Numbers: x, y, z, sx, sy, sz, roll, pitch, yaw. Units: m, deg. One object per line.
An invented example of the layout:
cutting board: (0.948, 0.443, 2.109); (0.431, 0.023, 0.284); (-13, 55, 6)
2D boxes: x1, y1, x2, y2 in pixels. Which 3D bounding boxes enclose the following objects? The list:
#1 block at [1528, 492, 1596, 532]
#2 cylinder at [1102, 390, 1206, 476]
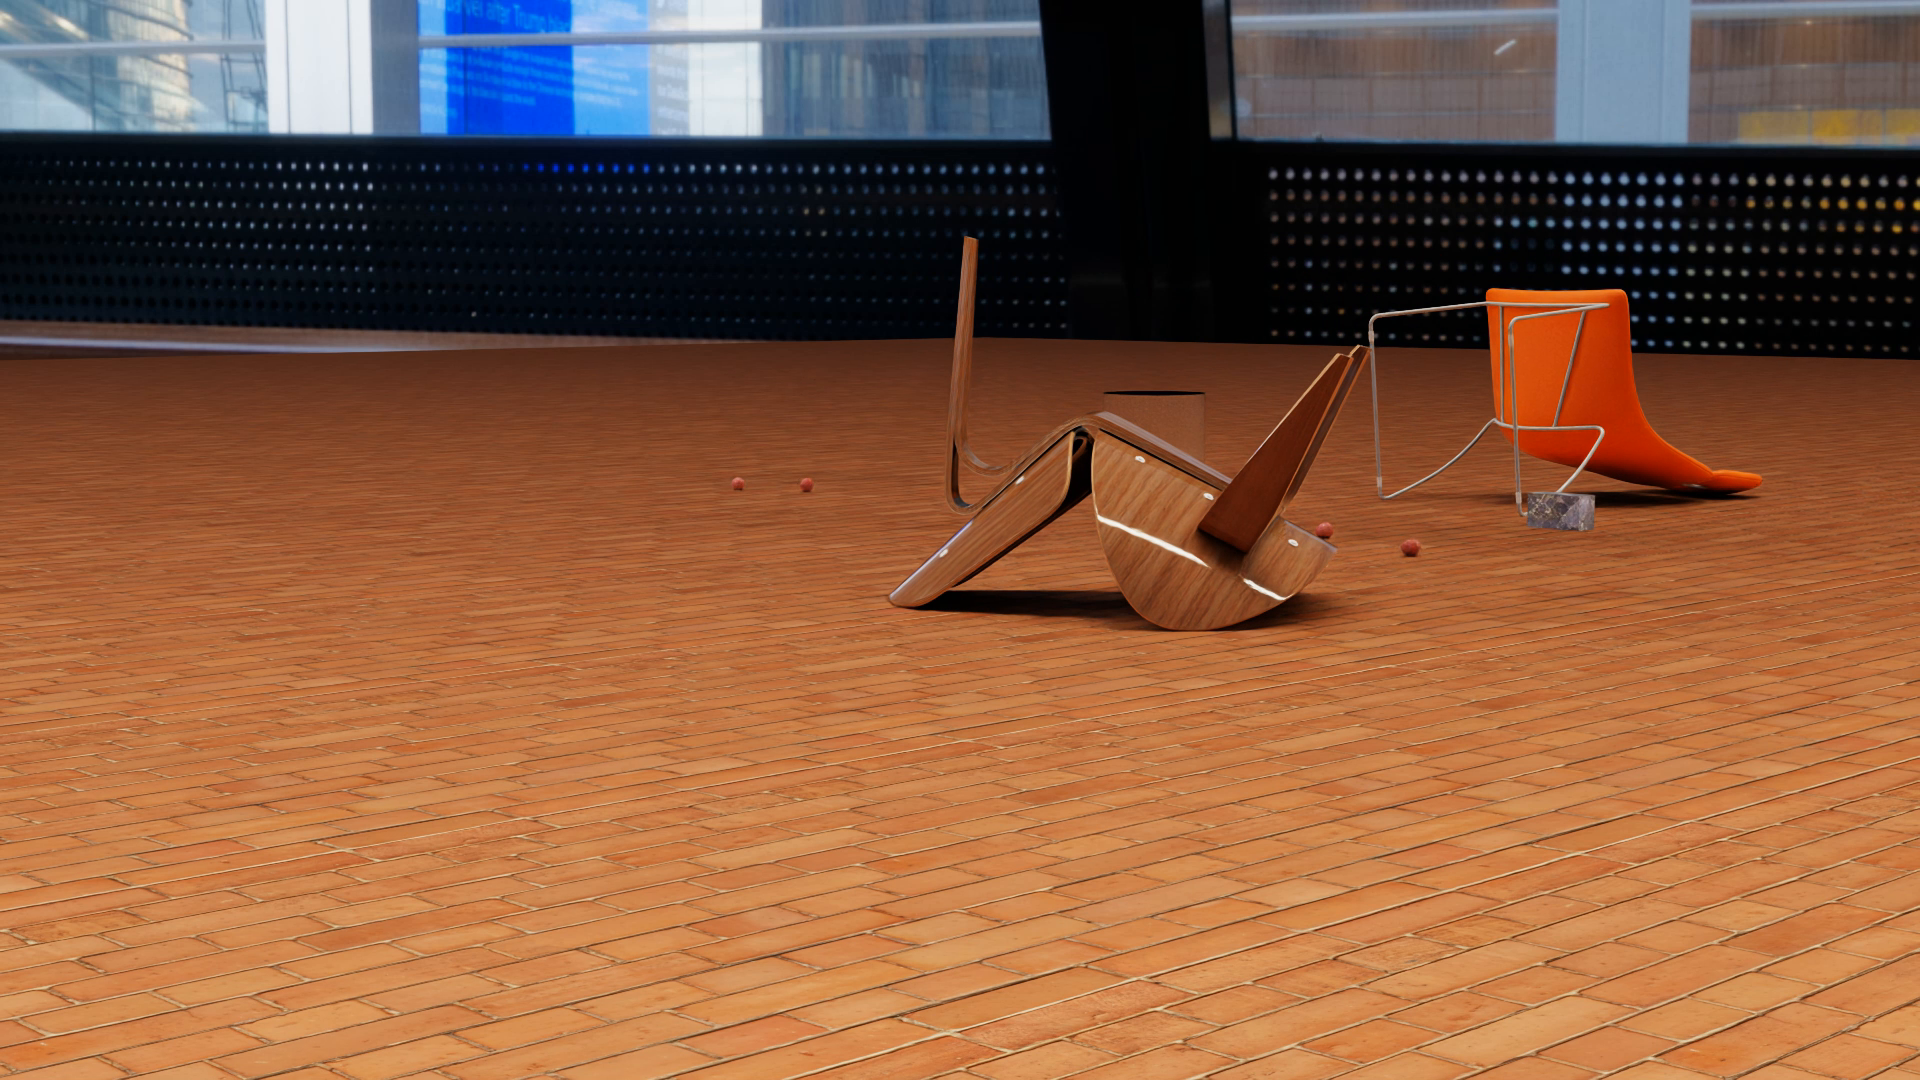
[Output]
block: (1.572, -0.076, 6.710); (0.071, 0.090, 0.159); (-5, 8, -43)
cylinder: (0.650, -0.359, 8.590); (0.343, 0.267, 0.343); (4, 7, 32)
